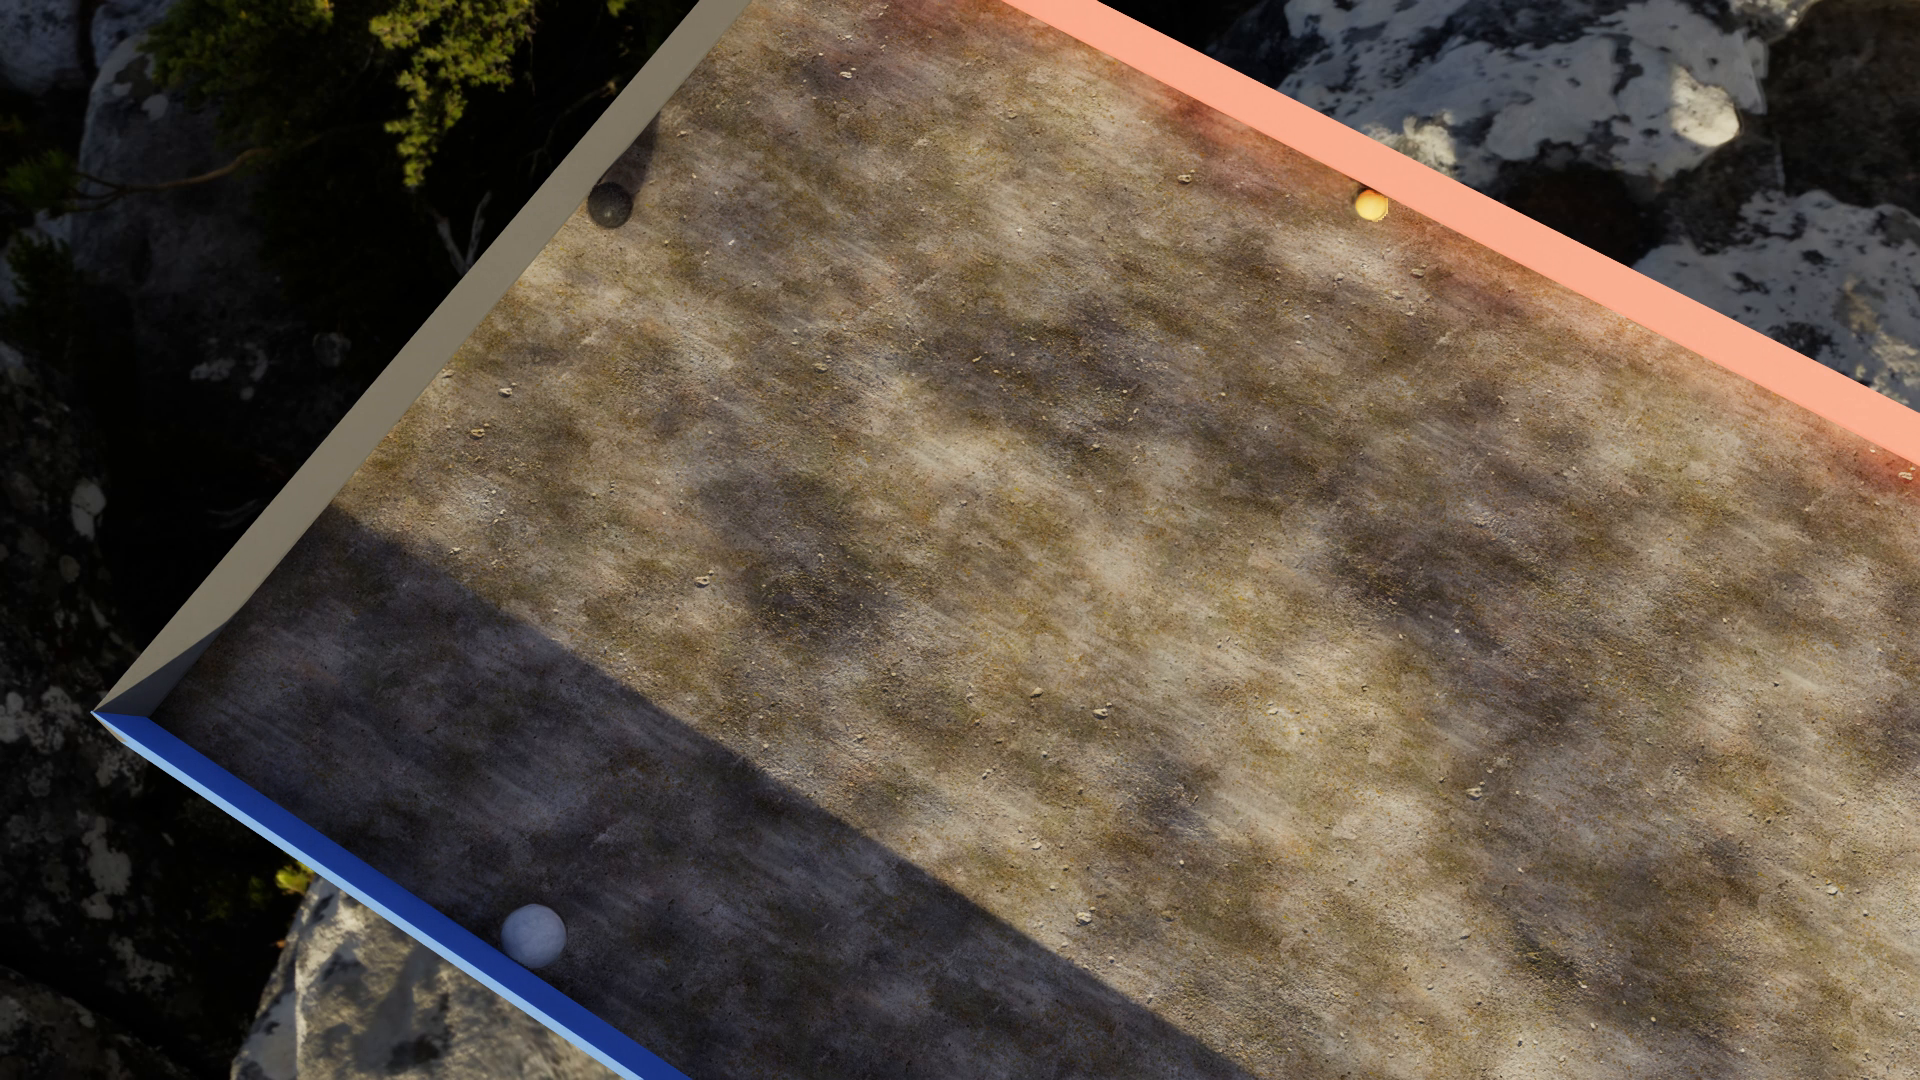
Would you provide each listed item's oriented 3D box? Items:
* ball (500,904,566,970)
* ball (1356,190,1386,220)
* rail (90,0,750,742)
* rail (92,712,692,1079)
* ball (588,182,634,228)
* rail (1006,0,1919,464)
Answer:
[{"bbox_3d":[-0.636,0.591,3.278,0.096,0.096,0.096,0,65,0],"label":"ball"},{"bbox_3d":[0.720,-0.588,3.852,0.053,0.053,0.053,0,65,0],"label":"ball"},{"bbox_3d":[-0.772,-0.458,3.751,0.045,0.125,1.981,30,69,13],"label":"rail"},{"bbox_3d":[0.274,1.183,2.985,3.755,0.125,0.045,30,69,13],"label":"rail"},{"bbox_3d":[-0.609,-0.584,3.836,0.080,0.080,0.080,0,65,0],"label":"ball"},{"bbox_3d":[1.311,-0.296,3.675,3.755,0.125,0.045,30,69,13],"label":"rail"}]
